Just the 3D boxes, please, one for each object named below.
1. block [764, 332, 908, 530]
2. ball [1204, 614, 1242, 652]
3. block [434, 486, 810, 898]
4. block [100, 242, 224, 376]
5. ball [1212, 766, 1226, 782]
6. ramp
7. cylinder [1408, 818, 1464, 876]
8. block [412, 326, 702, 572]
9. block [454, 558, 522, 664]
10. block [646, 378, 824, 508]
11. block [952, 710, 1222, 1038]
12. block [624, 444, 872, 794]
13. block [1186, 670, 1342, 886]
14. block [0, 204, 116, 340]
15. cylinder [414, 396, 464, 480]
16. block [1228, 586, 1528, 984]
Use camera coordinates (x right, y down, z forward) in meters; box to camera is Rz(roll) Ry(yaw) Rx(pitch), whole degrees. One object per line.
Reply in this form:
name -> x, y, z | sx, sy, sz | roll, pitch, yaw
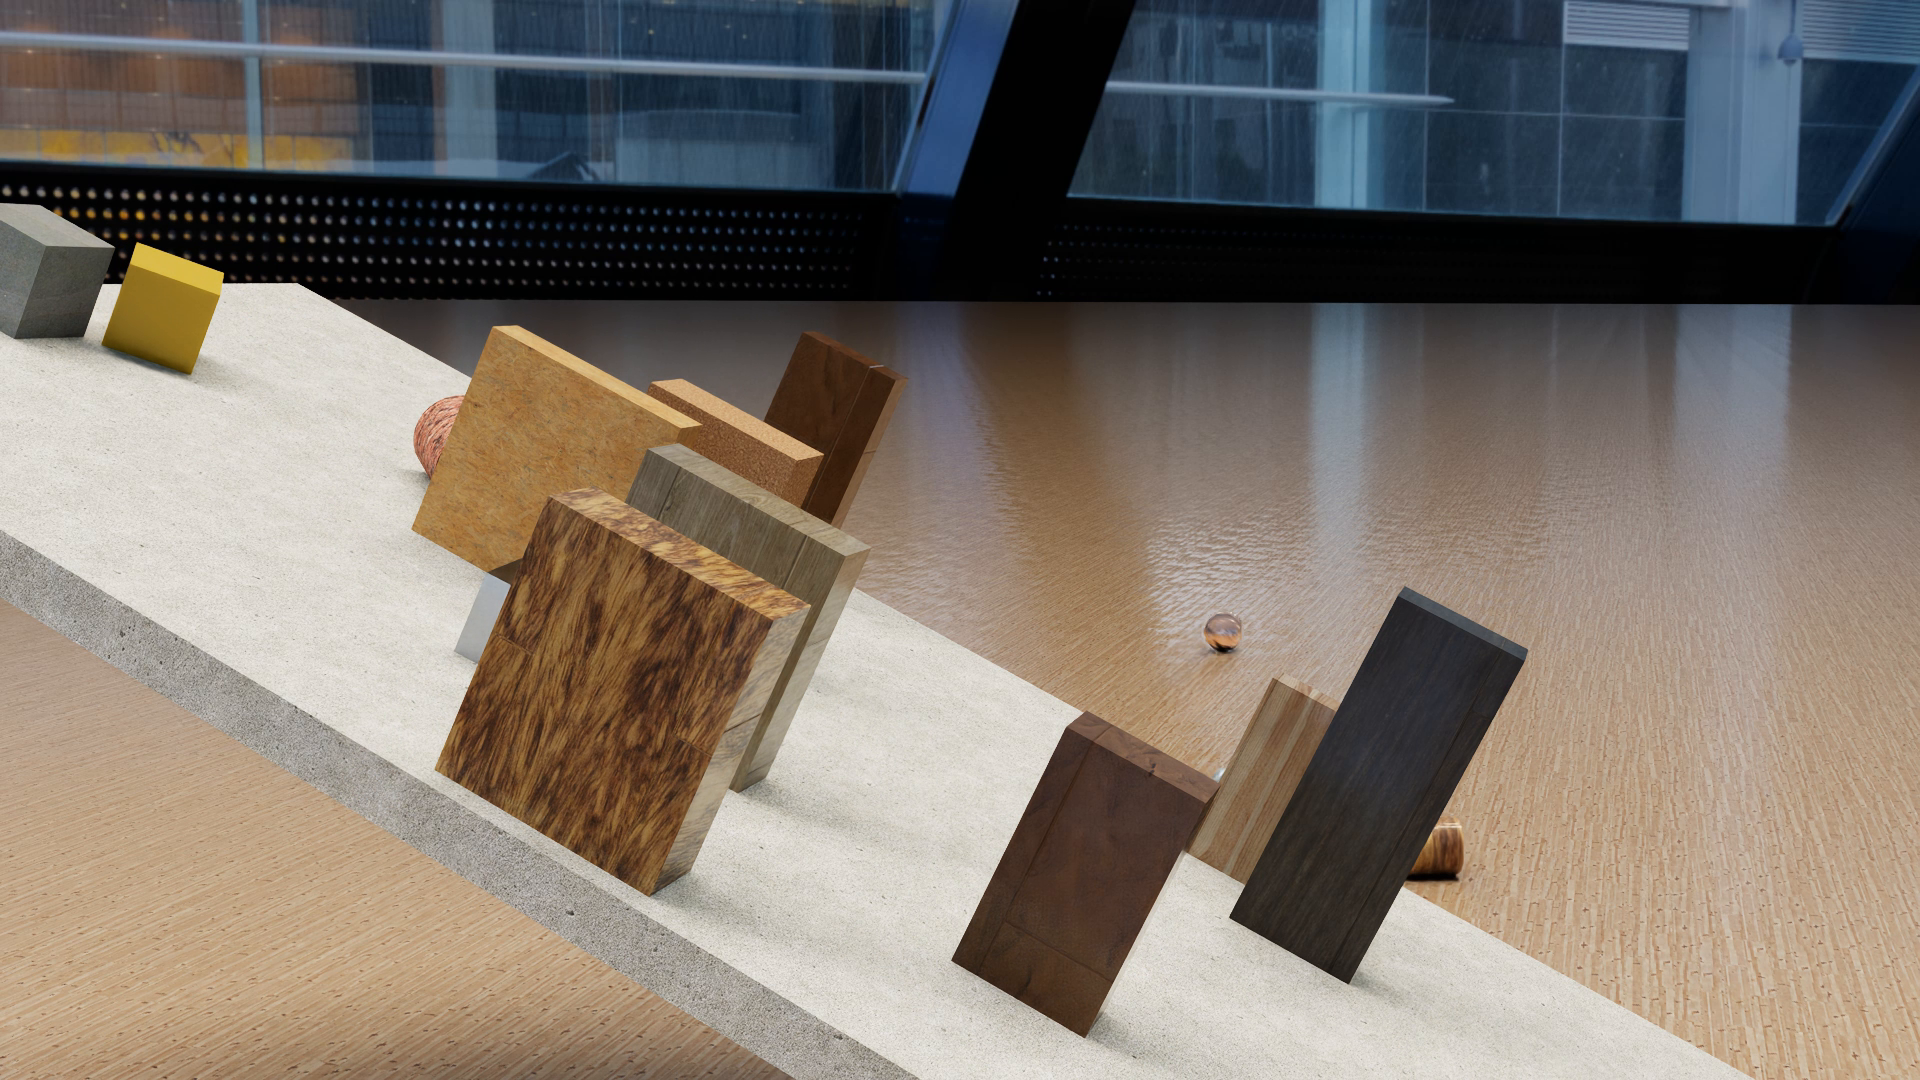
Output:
block -> -0.343, -0.185, 5.012 | 0.245, 0.523, 0.090 | 28, 14, 12
ball -> 1.296, 0.455, 10.832 | 0.187, 0.187, 0.187 | 0, 7, 0
block -> -0.508, 0.222, 3.300 | 0.390, 0.468, 0.150 | 28, 14, 12
block -> -1.646, -0.479, 4.546 | 0.181, 0.181, 0.181 | 20, 15, -22
ball -> 0.943, 0.859, 7.698 | 0.133, 0.133, 0.133 | 0, 7, 0
ramp -> -0.256, 0.434, 4.166 | 4.000, 0.100, 2.000 | 28, 14, 12
cylinder -> 1.443, 0.945, 6.787 | 0.177, 0.177, 0.177 | 0, 7, -4
block -> -0.772, -0.119, 4.194 | 0.425, 0.434, 0.098 | 28, 14, 12
block -> -0.753, 0.146, 3.827 | 0.155, 0.155, 0.155 | 27, 14, 7
block -> -0.527, -0.055, 4.413 | 0.340, 0.422, 0.149 | 28, 14, 12
block -> 0.199, 0.527, 3.481 | 0.244, 0.432, 0.133 | 28, 14, 12
block -> -0.434, 0.131, 3.792 | 0.394, 0.460, 0.129 | 28, 14, 12
block -> 0.672, 0.512, 4.427 | 0.282, 0.406, 0.087 | 28, 14, 12
block -> -1.848, -0.534, 4.357 | 0.199, 0.199, 0.199 | 28, 14, 13
cylinder -> -1.009, -0.177, 4.522 | 0.187, 0.187, 0.187 | -3, 26, -26
block -> 0.791, 0.465, 4.172 | 0.256, 0.707, 0.131 | 28, 14, 12
